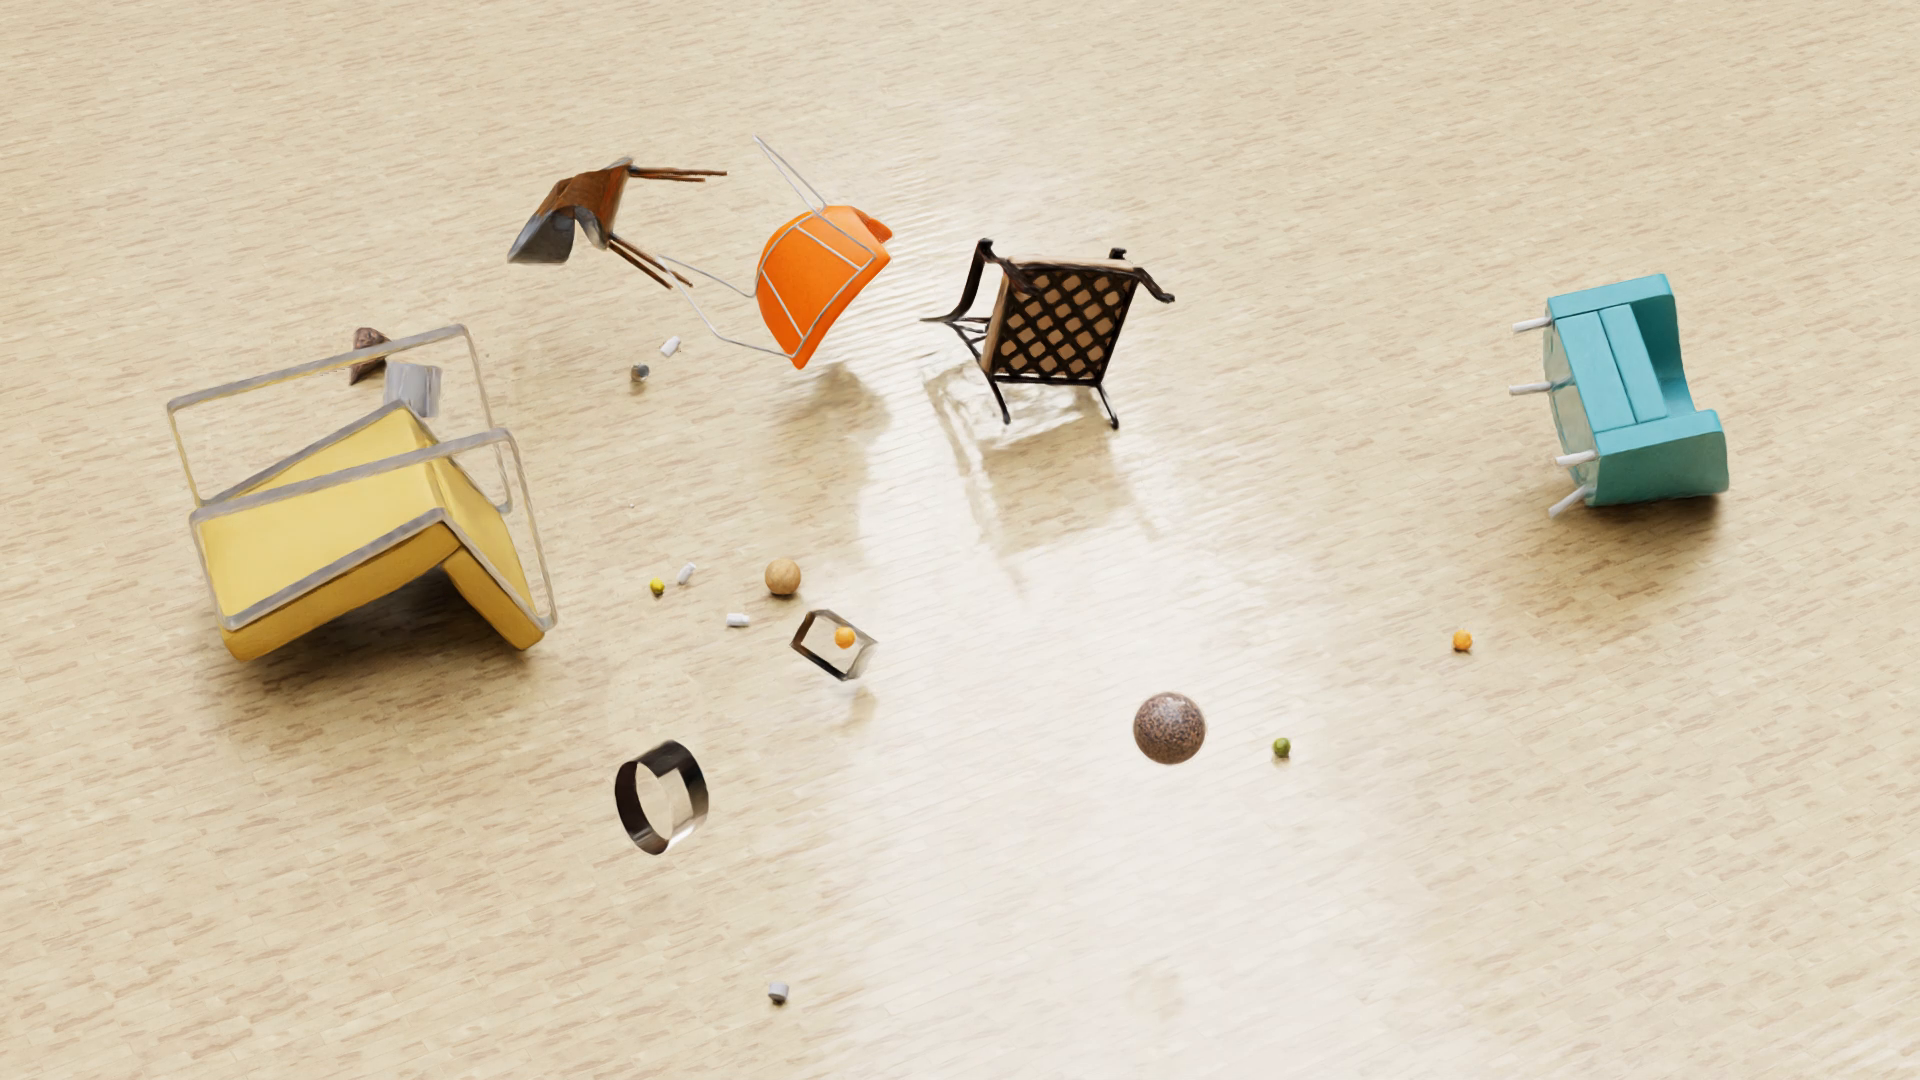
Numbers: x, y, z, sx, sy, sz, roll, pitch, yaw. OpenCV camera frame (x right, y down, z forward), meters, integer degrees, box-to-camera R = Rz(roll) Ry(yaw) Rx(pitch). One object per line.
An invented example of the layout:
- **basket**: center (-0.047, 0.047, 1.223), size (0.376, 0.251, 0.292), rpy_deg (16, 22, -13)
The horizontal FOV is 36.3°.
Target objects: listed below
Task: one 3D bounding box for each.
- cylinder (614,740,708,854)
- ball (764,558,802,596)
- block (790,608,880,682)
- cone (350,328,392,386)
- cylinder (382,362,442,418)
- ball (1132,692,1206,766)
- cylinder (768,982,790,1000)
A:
- **cylinder**: center (-0.930, 0.802, 9.156), size (0.189, 0.306, 0.234), rpy_deg (-13, 7, 26)
- **ball**: center (-0.641, 0.132, 10.621), size (0.134, 0.134, 0.134), rpy_deg (0, 33, 0)
- **block**: center (-0.433, 0.362, 10.141), size (0.229, 0.143, 0.174), rpy_deg (33, 12, 16)
- **cone**: center (-2.438, -0.716, 11.940), size (0.172, 0.242, 0.223), rpy_deg (29, 63, -13)
- **cylinder**: center (-2.032, -0.557, 10.881), size (0.211, 0.190, 0.199), rpy_deg (7, 2, 23)
- **ball**: center (0.647, 0.582, 9.054), size (0.227, 0.227, 0.227), rpy_deg (0, 33, 0)
- **cylinder**: center (-0.546, 1.358, 8.825), size (0.060, 0.051, 0.037), rpy_deg (19, 59, -14)
